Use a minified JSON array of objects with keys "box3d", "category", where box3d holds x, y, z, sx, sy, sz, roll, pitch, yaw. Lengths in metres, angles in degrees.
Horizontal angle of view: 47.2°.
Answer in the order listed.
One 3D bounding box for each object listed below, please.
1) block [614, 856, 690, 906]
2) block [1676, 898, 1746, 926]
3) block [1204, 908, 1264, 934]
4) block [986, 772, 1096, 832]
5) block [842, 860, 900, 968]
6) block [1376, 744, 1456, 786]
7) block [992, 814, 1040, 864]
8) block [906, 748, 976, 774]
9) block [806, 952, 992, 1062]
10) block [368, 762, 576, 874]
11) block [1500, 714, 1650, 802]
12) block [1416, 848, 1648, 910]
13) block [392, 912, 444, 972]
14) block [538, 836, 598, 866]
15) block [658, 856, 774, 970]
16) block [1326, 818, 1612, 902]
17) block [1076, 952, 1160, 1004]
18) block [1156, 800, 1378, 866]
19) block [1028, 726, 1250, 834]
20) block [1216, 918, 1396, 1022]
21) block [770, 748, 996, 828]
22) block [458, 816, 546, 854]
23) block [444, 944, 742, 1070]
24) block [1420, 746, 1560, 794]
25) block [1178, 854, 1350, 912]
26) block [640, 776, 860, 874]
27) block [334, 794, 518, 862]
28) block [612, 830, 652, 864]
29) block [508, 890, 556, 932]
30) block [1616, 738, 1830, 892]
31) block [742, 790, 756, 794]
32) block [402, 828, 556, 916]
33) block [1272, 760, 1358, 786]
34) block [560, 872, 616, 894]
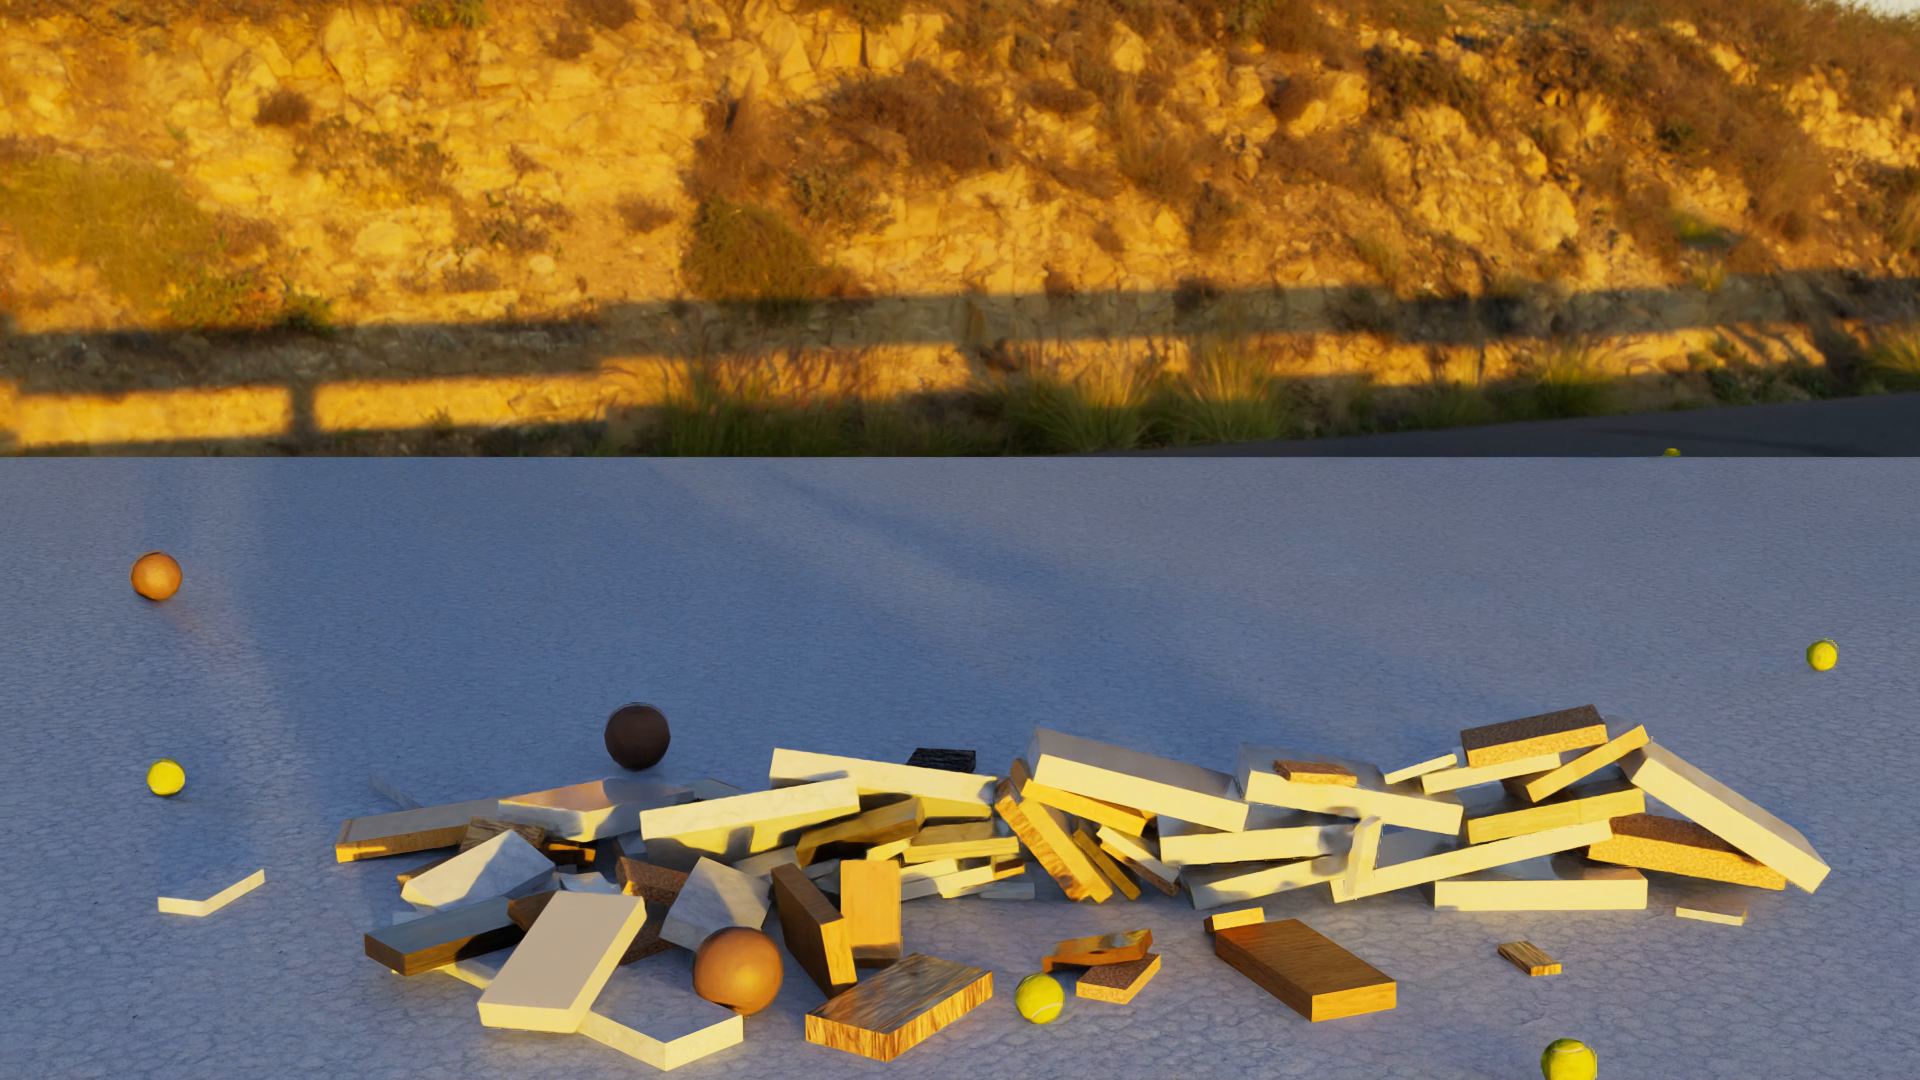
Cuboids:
[{"box3d":[-0.469,0.562,3.558,0.170,0.024,0.085,19,12,-23],"category":"block"},{"box3d":[1.217,0.602,3.563,0.101,0.014,0.050,6,12,28],"category":"block"},{"box3d":[0.424,0.591,3.412,0.077,0.022,0.154,-9,-12,-1],"category":"block"},{"box3d":[0.171,0.483,3.998,0.282,0.040,0.141,11,8,12],"category":"block"},{"box3d":[-0.139,0.575,3.392,0.089,0.025,0.177,0,49,-3],"category":"block"},{"box3d":[0.750,0.368,3.612,0.121,0.017,0.060,-18,10,1],"category":"block"},{"box3d":[0.045,0.521,3.938,0.132,0.037,0.265,-3,11,-16],"category":"block"},{"box3d":[-0.048,0.457,4.291,0.119,0.034,0.239,2,11,10],"category":"block"},{"box3d":[-0.084,0.666,3.152,0.138,0.039,0.276,7,12,31],"category":"block"},{"box3d":[-0.902,0.512,4.015,0.095,0.027,0.736,-7,13,-34],"category":"block"},{"box3d":[1.004,0.357,3.605,0.220,0.031,0.110,-26,9,-8],"category":"block"},{"box3d":[0.946,0.564,3.674,0.348,0.049,0.174,0,11,-2],"category":"block"},{"box3d":[-0.834,0.622,3.422,0.095,0.027,0.190,-3,11,-13],"category":"block"},{"box3d":[-0.683,0.524,3.826,0.103,0.029,0.207,10,3,-7],"category":"block"},{"box3d":[-0.377,0.584,3.465,0.137,0.039,0.275,21,11,0],"category":"block"},{"box3d":[0.833,0.506,3.649,0.459,0.041,0.143,-14,11,4],"category":"block"},{"box3d":[0.238,0.650,3.286,0.077,0.022,0.154,5,11,24],"category":"block"},{"box3d":[0.504,0.478,3.652,0.348,0.049,0.174,-5,10,3],"category":"block"},{"box3d":[0.290,0.393,3.623,0.348,0.049,0.174,14,9,-4],"category":"block"},{"box3d":[0.513,0.640,3.290,0.141,0.040,0.282,-4,11,-22],"category":"block"},{"box3d":[-0.131,0.438,3.752,0.375,0.050,0.178,7,-29,3],"category":"block"},{"box3d":[-0.774,0.510,3.718,0.133,0.067,0.019,5,-33,19],"category":"block"},{"box3d":[-0.541,0.658,3.197,0.522,0.039,0.138,10,14,42],"category":"block"},{"box3d":[0.865,0.364,3.613,0.220,0.031,0.110,-13,11,8],"category":"block"},{"box3d":[0.513,0.541,3.652,0.286,0.041,0.143,-13,11,-2],"category":"block"},{"box3d":[-0.343,0.484,3.679,0.356,0.050,0.178,-9,-30,-4],"category":"block"},{"box3d":[-0.940,0.510,3.896,0.309,0.034,0.119,-8,15,-7],"category":"block"},{"box3d":[-0.351,0.529,3.893,0.507,0.039,0.137,-3,11,-18],"category":"block"},{"box3d":[-0.600,0.585,3.308,0.085,0.024,0.170,-9,27,-40],"category":"block"},{"box3d":[1.243,0.439,3.612,0.348,0.049,0.174,31,13,-2],"category":"block"},{"box3d":[-0.226,0.504,3.839,0.326,0.037,0.132,6,27,-1],"category":"block"},{"box3d":[-0.767,0.544,3.514,0.103,0.029,0.244,34,28,19],"category":"block"},{"box3d":[0.575,0.378,3.561,0.121,0.017,0.060,6,11,-20],"category":"block"},{"box3d":[-0.596,0.566,3.532,0.067,0.019,0.133,-4,11,-22],"category":"block"}]
